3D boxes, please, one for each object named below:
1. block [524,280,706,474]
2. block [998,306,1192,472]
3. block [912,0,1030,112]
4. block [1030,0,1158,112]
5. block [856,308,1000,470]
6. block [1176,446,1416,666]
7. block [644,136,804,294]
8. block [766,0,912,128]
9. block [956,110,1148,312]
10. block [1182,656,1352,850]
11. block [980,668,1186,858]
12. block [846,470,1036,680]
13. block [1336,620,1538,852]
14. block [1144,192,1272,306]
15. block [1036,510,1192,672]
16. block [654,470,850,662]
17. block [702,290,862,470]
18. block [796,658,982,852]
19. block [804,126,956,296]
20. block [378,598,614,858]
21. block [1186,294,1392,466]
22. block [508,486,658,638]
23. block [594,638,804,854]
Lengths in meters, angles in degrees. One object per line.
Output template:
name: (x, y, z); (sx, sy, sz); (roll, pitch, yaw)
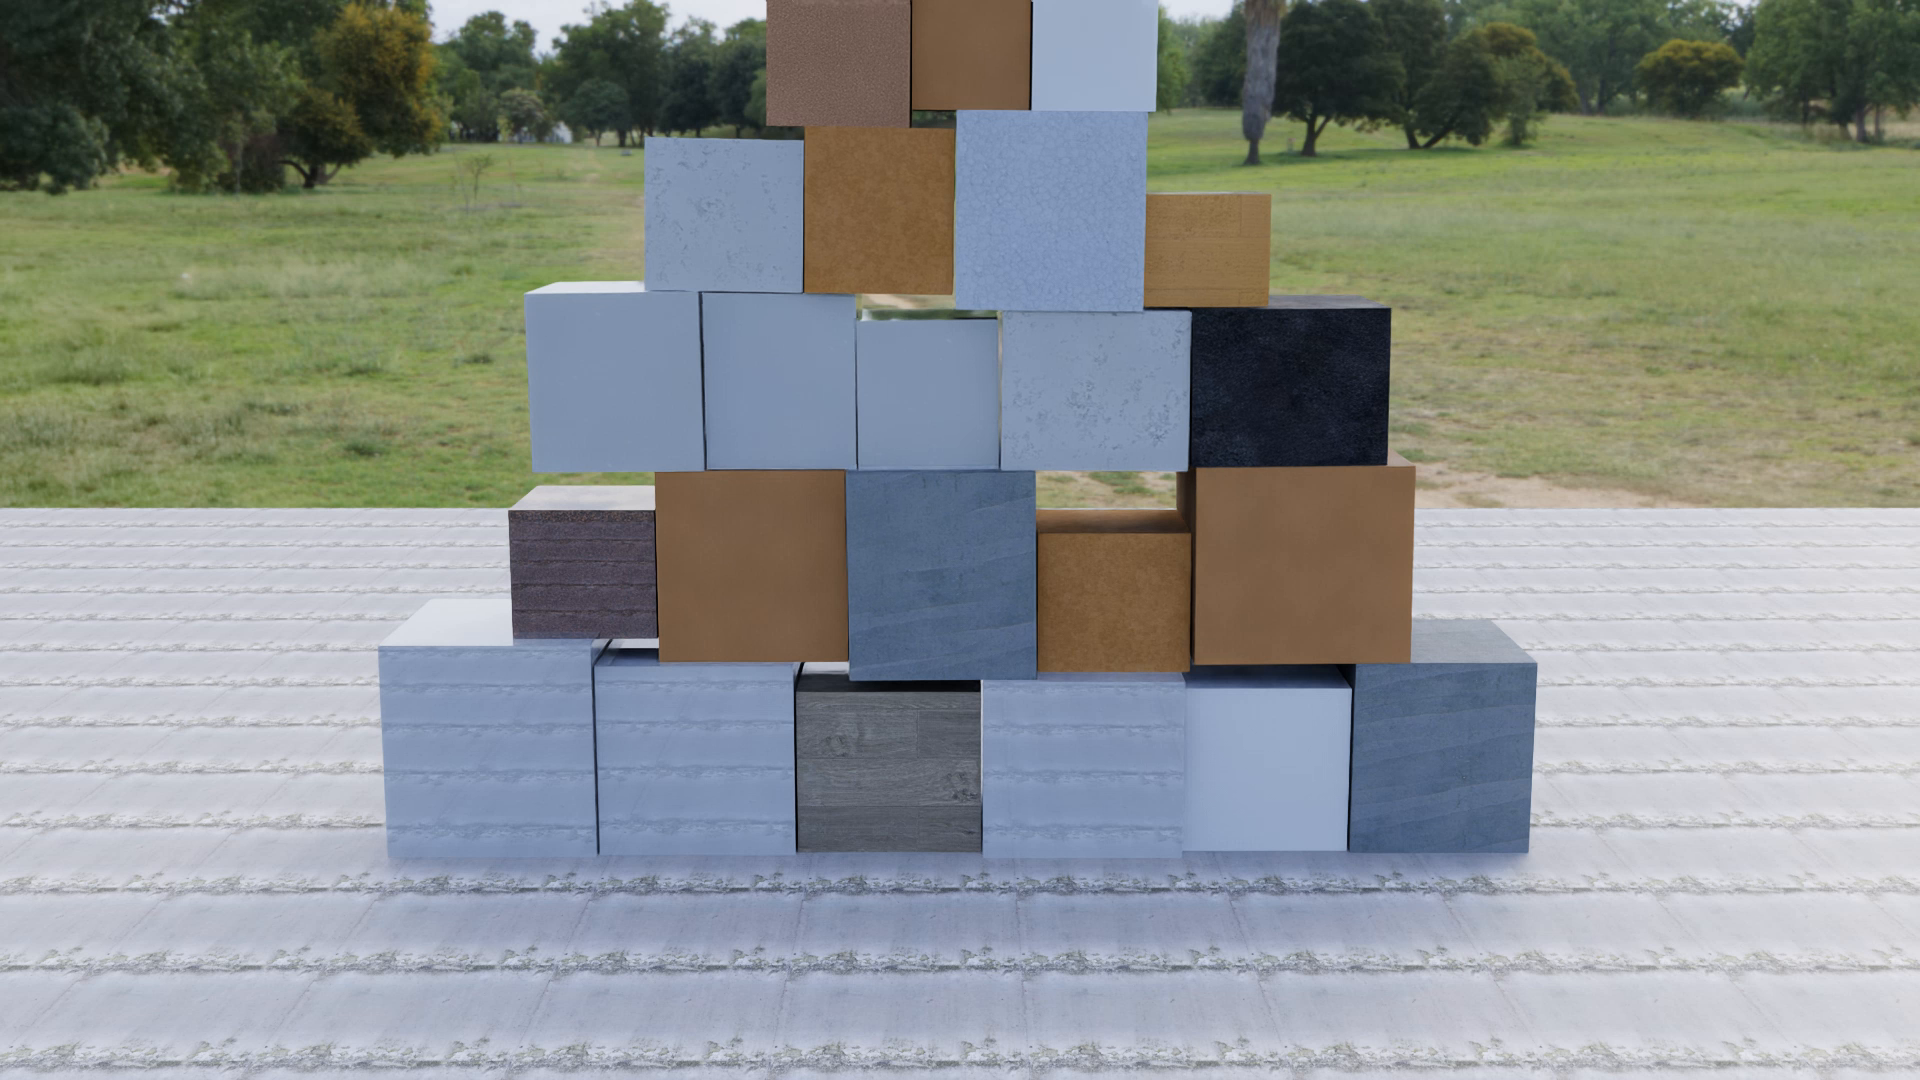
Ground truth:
block: (-1.667, -0.836, 11.040); (0.834, 0.869, 0.880); (-1, 10, 0)
block: (0.656, -0.791, 11.018); (0.909, 0.776, 0.824); (1, 10, 0)
block: (0.052, -2.382, 10.736); (0.564, 0.565, 0.549); (1, 10, 0)
block: (0.639, -2.420, 10.721); (0.590, 0.657, 0.665); (1, 10, 0)
block: (-0.155, -0.768, 11.035); (0.687, 0.728, 0.749); (-1, 10, 0)
block: (1.676, 0.040, 11.185); (1.058, 0.976, 0.988); (-1, 10, 0)
block: (-1.130, -1.618, 10.880); (0.757, 0.723, 0.740); (1, 10, 0)
block: (-0.577, -2.343, 10.750); (0.682, 0.638, 0.656); (1, 10, 0)
block: (0.432, -1.639, 10.877); (0.899, 0.940, 0.885); (1, 10, 0)
block: (1.523, 1.066, 11.372); (0.825, 0.835, 0.888); (0, 10, 0)
block: (0.607, 1.033, 11.377); (0.987, 0.896, 1.133); (0, 10, 0)
block: (-0.088, 0.094, 11.189); (0.918, 1.023, 1.004); (-1, 10, 0)
block: (2.392, 0.993, 11.379); (0.892, 0.974, 0.998); (0, 10, 0)
block: (1.189, -1.453, 10.930); (0.613, 0.537, 0.658); (0, 10, 0)
block: (0.764, 0.248, 11.235); (0.756, 0.700, 0.724); (0, 10, 0)
block: (-1.019, 0.059, 11.198); (0.934, 0.953, 0.849); (0, 10, 0)
block: (-0.872, -0.831, 11.024); (0.739, 0.860, 0.723); (0, 10, 0)
block: (-0.352, 1.074, 11.356); (0.912, 0.825, 0.904); (0, 10, 0)
block: (-0.385, -1.639, 10.878); (0.714, 0.787, 0.784); (1, 10, 0)
block: (-2.320, 0.945, 11.358); (1.036, 1.077, 1.110); (0, 10, 0)
block: (1.592, -0.815, 11.036); (0.948, 0.759, 0.933); (-1, 10, 0)
block: (-1.853, 0.101, 11.188); (0.714, 0.645, 0.774); (0, 10, 0)
block: (-1.305, 1.000, 11.375); (0.973, 0.963, 1.043); (0, 10, 0)
